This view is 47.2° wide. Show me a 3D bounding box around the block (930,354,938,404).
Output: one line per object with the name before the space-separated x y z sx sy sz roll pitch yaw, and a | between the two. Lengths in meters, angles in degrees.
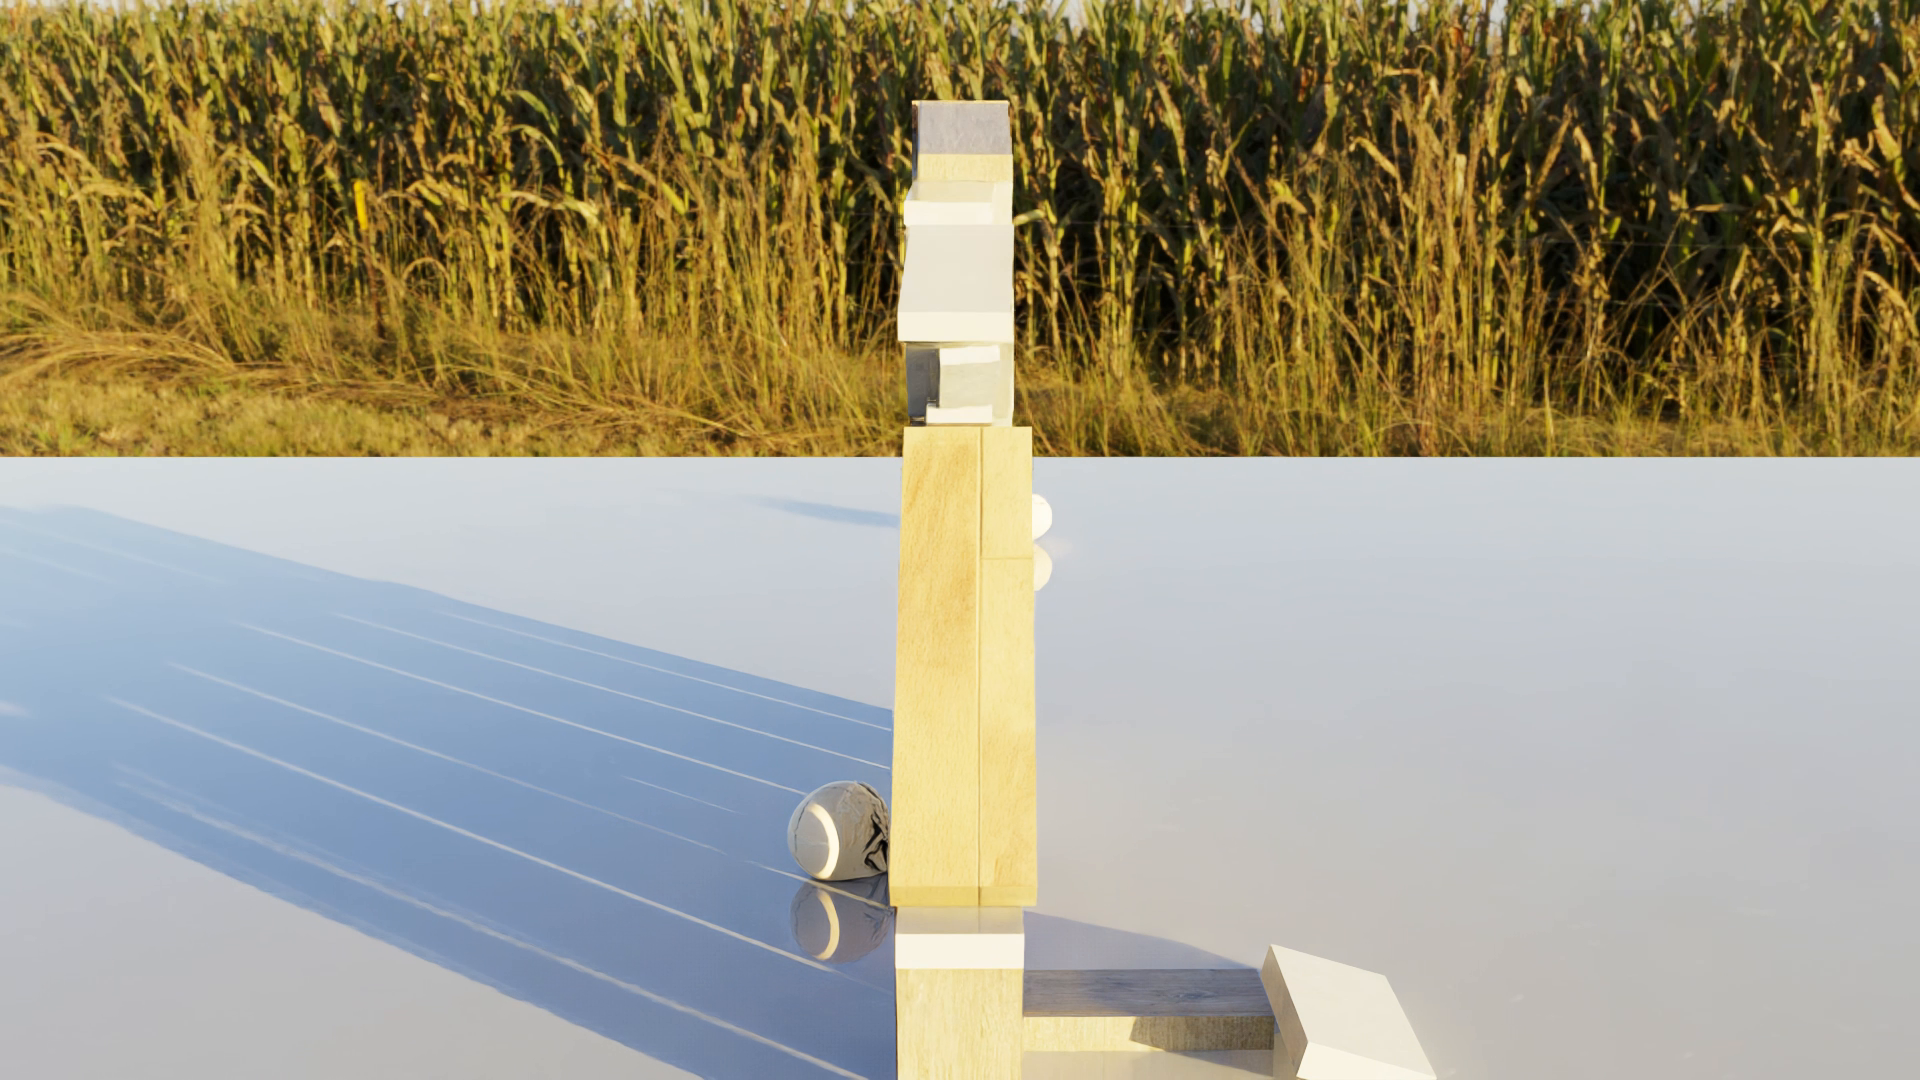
block | 0.000 -0.231 3.243 0.084 0.024 0.167 0 -18 0

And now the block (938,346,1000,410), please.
block | 0.012 -0.232 3.144 0.084 0.024 0.167 -5 -18 -3

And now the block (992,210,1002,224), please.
block | 0.002 -0.438 3.638 0.132 0.264 0.037 2 51 4

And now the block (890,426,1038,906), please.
block | 0.007 0.141 2.823 0.175 0.049 0.706 0 53 1

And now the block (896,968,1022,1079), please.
block | 0.000 0.626 2.664 0.148 0.297 0.042 0 27 0

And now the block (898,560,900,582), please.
block | -0.013 0.024 3.070 0.134 0.038 0.268 0 13 1

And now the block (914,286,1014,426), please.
block | 0.005 -0.276 3.406 0.155 0.382 0.044 0 51 1

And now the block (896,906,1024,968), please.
block | 0.000 0.449 2.688 0.149 0.042 0.297 0 11 0

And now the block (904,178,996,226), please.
block | -0.014 -0.533 3.472 0.132 0.037 0.264 2 17 2

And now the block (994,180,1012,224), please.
block | 0.011 -0.486 3.734 0.154 0.309 0.044 0 42 1

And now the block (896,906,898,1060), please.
block | -0.003 0.540 3.005 0.171 0.341 0.048 0 11 -1

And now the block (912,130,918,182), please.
block | 0.000 -0.569 3.976 0.169 0.338 0.048 0 16 0

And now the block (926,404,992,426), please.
block | 0.000 -0.181 3.321 0.096 0.027 0.192 0 -3 1

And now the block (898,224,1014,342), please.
block | -0.002 -0.373 3.159 0.155 0.044 0.310 1 31 2

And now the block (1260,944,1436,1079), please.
block | 0.525 0.662 3.014 0.175 0.049 0.349 16 10 -3

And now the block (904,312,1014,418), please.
block | -0.001 -0.258 3.272 0.155 0.044 0.310 1 -18 0

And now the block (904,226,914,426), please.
block | -0.016 -0.308 3.502 0.132 0.407 0.037 0 33 1

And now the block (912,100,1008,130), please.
block | 0.000 -0.775 4.036 0.169 0.048 0.338 0 9 0

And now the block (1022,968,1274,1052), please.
block | 0.258 0.666 3.124 0.349 0.049 0.175 0 11 -1

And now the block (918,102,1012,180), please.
block | 0.007 -0.675 3.710 0.154 0.044 0.309 0 27 -1
